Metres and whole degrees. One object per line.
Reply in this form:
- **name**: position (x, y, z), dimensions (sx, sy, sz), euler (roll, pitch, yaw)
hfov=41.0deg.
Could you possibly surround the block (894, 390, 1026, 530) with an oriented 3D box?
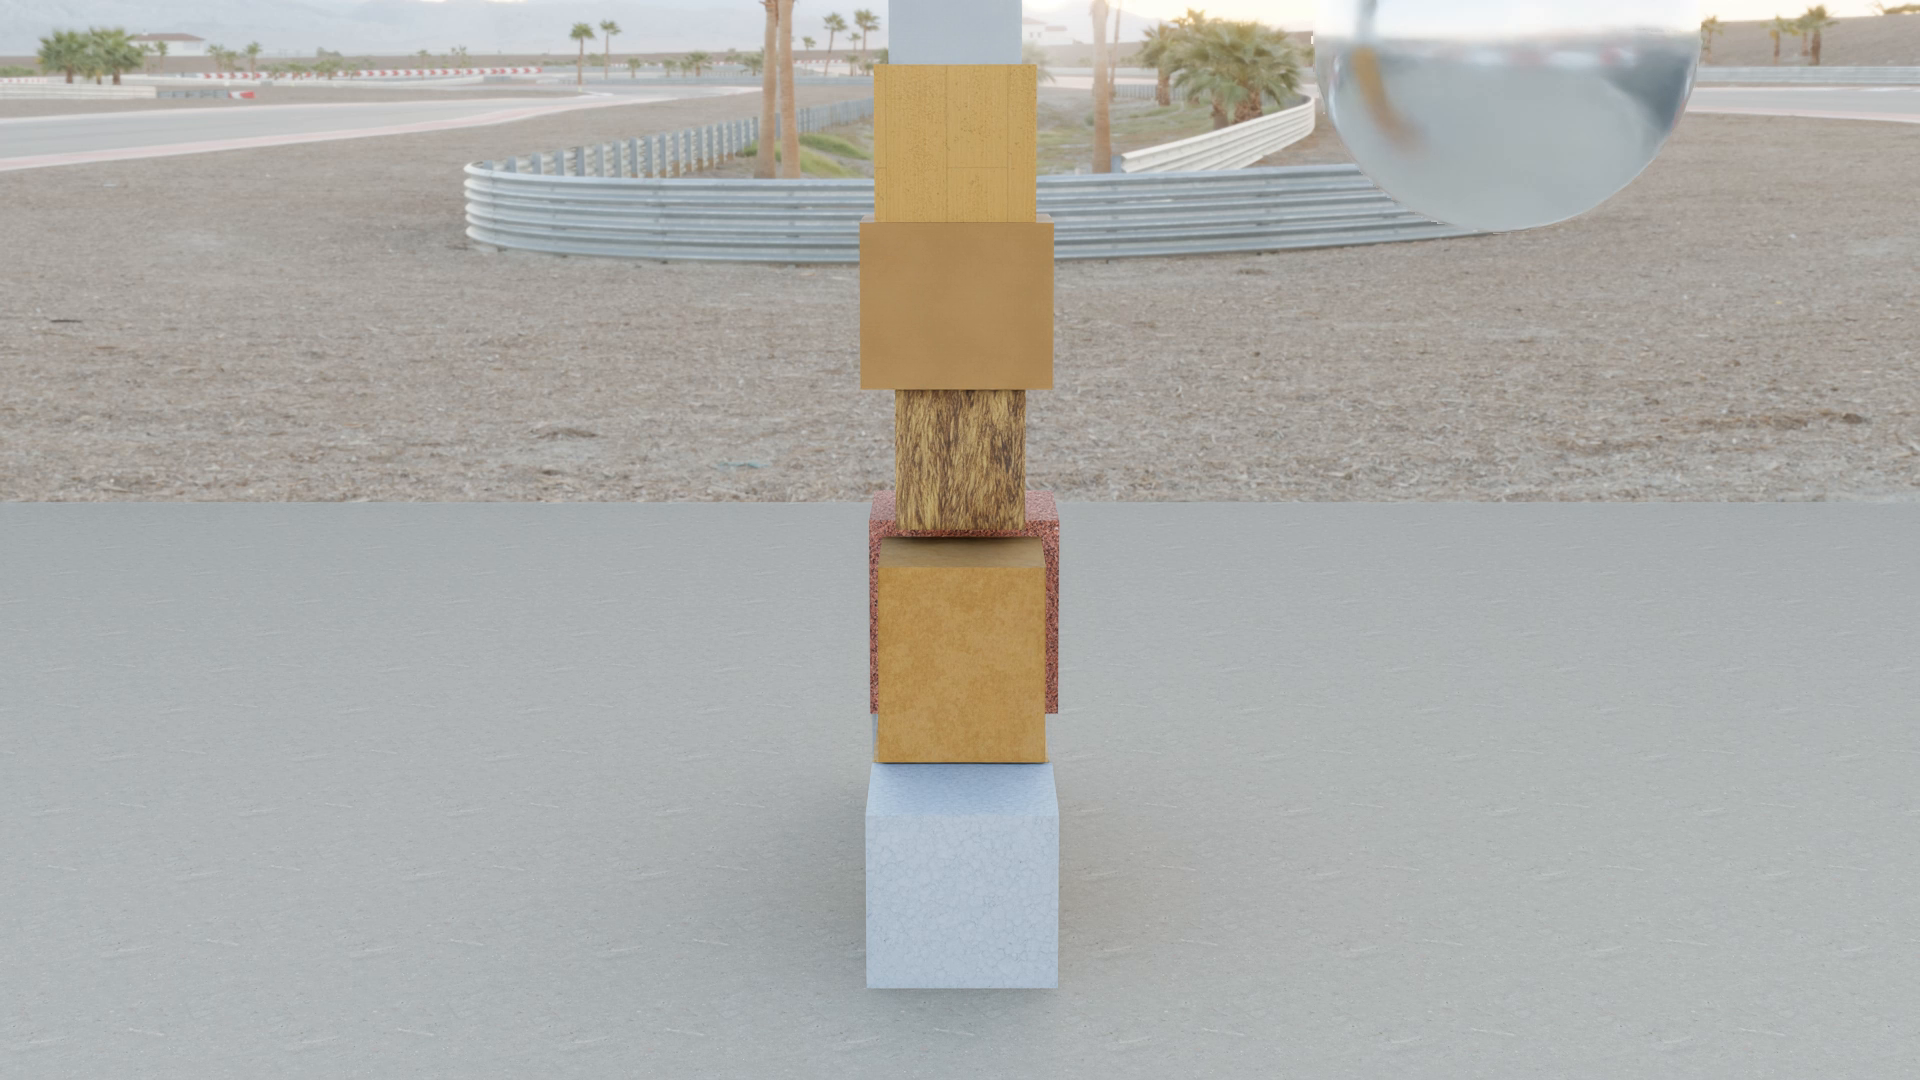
- **block**: position (0.002, -0.392, 11.109), dimensions (0.550, 0.608, 0.546), euler (0, 10, 0)

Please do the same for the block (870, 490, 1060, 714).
- **block**: position (0.018, 0.266, 11.593), dimensions (0.825, 0.861, 0.811), euler (0, 10, 0)

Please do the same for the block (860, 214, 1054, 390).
- **block**: position (-0.014, -1.032, 10.993), dimensions (0.804, 0.693, 0.704), euler (0, 10, 0)

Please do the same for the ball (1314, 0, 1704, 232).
- **ball**: position (2.295, -2.105, 10.798), dimensions (1.600, 1.600, 1.600), euler (0, 10, 0)

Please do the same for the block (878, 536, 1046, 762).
- **block**: position (0.008, 0.450, 10.845), dimensions (0.685, 0.818, 0.706), euler (0, 10, 0)

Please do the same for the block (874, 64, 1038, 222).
- **block**: position (-0.019, -1.688, 10.873), dimensions (0.668, 0.642, 0.656), euler (0, 10, 0)

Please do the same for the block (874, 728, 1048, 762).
- **block**: position (0.004, 1.193, 11.028), dimensions (0.728, 0.708, 0.711), euler (0, 10, 0)

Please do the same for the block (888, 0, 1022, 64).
- **block**: position (-0.019, -2.315, 10.759), dimensions (0.545, 0.632, 0.632), euler (0, 10, 0)

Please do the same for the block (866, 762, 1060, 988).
- **block**: position (0.009, 1.332, 10.293), dimensions (0.744, 0.697, 0.765), euler (0, 10, 0)

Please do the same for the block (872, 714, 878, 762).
- **block**: position (-0.008, 1.044, 11.775), dimensions (0.759, 0.734, 0.792), euler (0, 10, 0)
